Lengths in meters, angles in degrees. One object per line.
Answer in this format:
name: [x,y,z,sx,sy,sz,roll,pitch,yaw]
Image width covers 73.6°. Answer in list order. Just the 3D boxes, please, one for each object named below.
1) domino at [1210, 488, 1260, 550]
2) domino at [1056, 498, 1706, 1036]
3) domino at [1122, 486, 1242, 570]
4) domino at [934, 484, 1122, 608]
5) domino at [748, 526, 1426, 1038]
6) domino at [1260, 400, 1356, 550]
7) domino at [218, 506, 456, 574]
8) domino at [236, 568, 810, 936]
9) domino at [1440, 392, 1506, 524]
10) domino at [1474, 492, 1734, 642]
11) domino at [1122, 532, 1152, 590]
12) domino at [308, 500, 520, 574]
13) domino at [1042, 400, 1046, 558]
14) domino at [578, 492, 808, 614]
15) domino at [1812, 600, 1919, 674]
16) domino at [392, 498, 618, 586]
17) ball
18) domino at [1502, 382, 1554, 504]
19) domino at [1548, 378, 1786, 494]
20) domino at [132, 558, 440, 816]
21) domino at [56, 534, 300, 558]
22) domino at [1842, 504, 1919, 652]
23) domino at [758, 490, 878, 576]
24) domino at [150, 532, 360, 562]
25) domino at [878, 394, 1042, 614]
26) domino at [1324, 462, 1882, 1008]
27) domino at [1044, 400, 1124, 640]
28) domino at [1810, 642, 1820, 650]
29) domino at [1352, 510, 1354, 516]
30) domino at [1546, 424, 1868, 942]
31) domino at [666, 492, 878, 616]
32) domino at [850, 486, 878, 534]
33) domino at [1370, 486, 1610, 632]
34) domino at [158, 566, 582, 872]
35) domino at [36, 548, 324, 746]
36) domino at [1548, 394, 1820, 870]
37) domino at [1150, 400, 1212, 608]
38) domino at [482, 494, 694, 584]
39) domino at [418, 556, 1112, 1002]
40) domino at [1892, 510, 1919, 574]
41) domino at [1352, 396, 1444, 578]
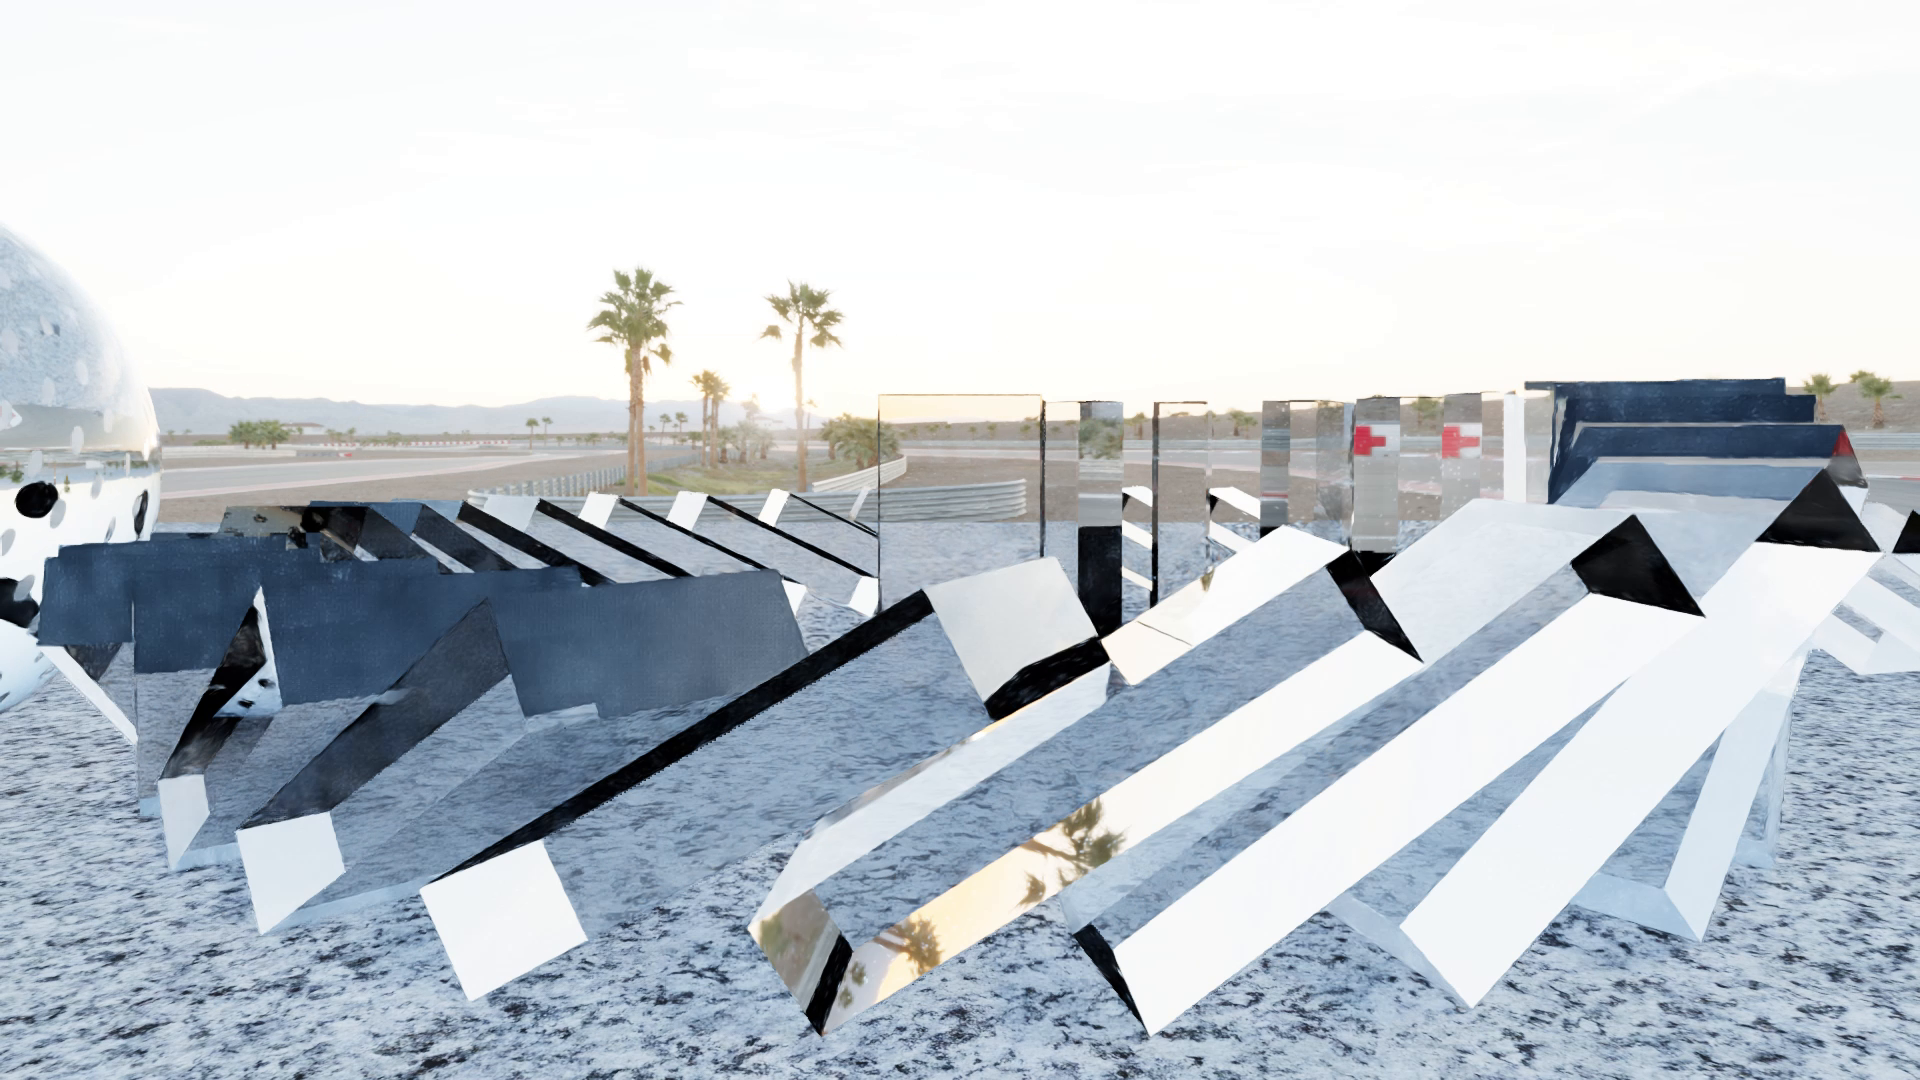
domino: [0.087,0.002,0.333,0.050,0.010,0.025,31,18,24]
domino: [0.030,0.016,0.104,0.050,0.009,0.025,-37,5,0]
domino: [0.065,0.002,0.340,0.050,0.010,0.025,29,14,18]
domino: [0.019,0.001,0.344,0.050,0.009,0.025,27,7,4]
domino: [0.009,0.017,0.102,0.050,0.009,0.025,-33,2,6]
domino: [0.063,0.000,0.231,0.010,0.050,0.025,3,5,31]
domino: [-0.100,0.009,0.222,0.025,0.009,0.050,0,-25,11]
domino: [-0.038,0.018,0.107,0.050,0.009,0.025,-34,-18,37]
domino: [0.086,0.003,0.194,0.025,0.050,0.010,-1,4,-13]
domino: [0.148,0.005,0.297,0.025,0.009,0.050,-2,31,-28]
domino: [0.042,0.001,0.343,0.050,0.010,0.025,28,10,10]
domino: [-0.097,0.008,0.243,0.025,0.009,0.050,2,-24,20]
domino: [0.001,0.001,0.223,0.025,0.050,0.009,2,5,29]
domino: [-0.064,0.004,0.305,0.050,0.009,0.025,28,-10,-28]
domino: [0.172,0.008,0.259,0.025,0.009,0.050,-1,31,-17]
domino: [-0.092,0.007,0.267,0.025,0.010,0.050,3,-22,37]
ball: [-0.150,-0.010,0.165,0.080,0.080,0.080,0,4,0]
domino: [0.089,0.004,0.174,0.025,0.050,0.009,1,-4,7]
domino: [0.085,0.006,0.157,0.025,0.050,0.010,2,-14,29]
domino: [-0.072,0.017,0.136,0.025,0.009,0.050,-3,-22,-33]
domino: [-0.097,0.014,0.174,0.025,0.009,0.050,-3,-22,-10]
domino: [0.180,0.009,0.238,0.025,0.009,0.050,-1,30,-15]
domino: [-0.026,0.002,0.329,0.050,0.009,0.025,26,-4,-17]
domino: [-0.099,0.012,0.200,0.025,0.009,0.050,0,-21,4]
domino: [0.000,0.002,0.201,0.025,0.050,0.010,0,4,0]
domino: [0.050,0.014,0.111,0.050,0.010,0.025,-44,13,-8]
domino: [0.019,0.000,0.237,0.009,0.050,0.025,-2,5,-25]
domino: [0.159,0.006,0.279,0.025,0.009,0.050,-2,31,-26]
domino: [0.107,0.003,0.324,0.050,0.009,0.025,33,20,27]
domino: [0.066,0.011,0.126,0.009,0.050,0.025,45,-22,-30]
domino: [-0.046,0.003,0.317,0.050,0.009,0.025,28,-9,-26]
domino: [-0.004,0.002,0.338,0.050,0.009,0.025,27,0,-9]
domino: [0.128,0.003,0.313,0.025,0.009,0.050,-4,33,-44]
domino: [-0.056,0.018,0.120,0.025,0.009,0.050,-4,-22,-42]
domino: [-0.087,0.015,0.154,0.025,0.009,0.050,-2,-22,-20]
domino: [0.077,0.008,0.141,0.025,0.050,0.010,3,-25,39]
domino: [0.041,0.000,0.239,0.009,0.050,0.025,1,4,13]
domino: [-0.080,0.005,0.286,0.025,0.010,0.050,4,-21,47]
domino: [-0.015,0.018,0.100,0.050,0.009,0.025,-31,-9,22]
domino: [0.188,0.011,0.216,0.025,0.009,0.050,0,31,-5]
domino: [0.078,0.001,0.215,0.025,0.050,0.009,-2,5,-28]
